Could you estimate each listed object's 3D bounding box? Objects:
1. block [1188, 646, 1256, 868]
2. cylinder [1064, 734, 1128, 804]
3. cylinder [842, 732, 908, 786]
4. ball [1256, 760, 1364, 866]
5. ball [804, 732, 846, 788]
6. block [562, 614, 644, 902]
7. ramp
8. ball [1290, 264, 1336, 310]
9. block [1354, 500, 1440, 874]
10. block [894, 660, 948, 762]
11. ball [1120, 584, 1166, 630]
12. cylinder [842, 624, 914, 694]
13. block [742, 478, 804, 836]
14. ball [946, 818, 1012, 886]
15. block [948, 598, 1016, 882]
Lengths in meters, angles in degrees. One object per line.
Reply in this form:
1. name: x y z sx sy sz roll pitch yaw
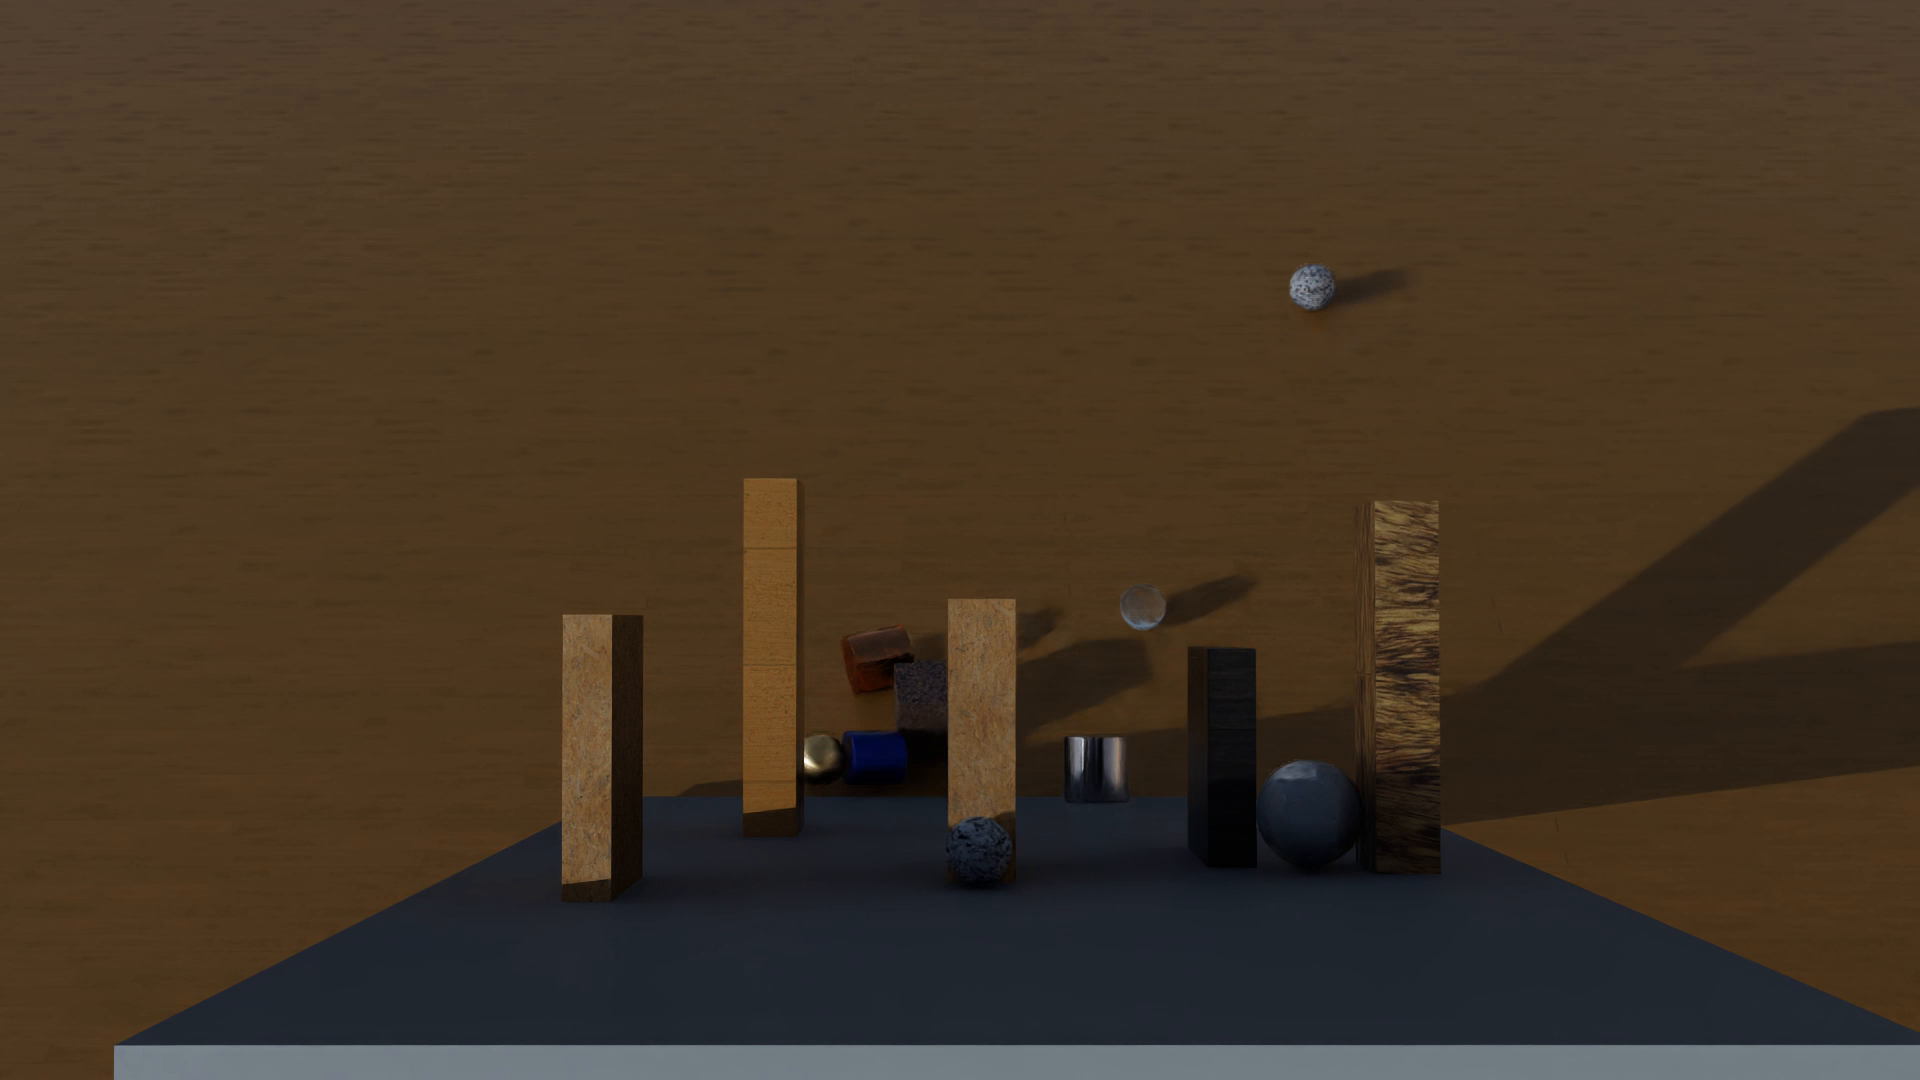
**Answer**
1. block: 0.511 0.416 5.090 0.091 0.410 0.427 0 -2 0
2. cylinder: 0.350 0.587 6.659 0.166 0.166 0.166 0 -2 0
3. cylinder: -0.232 0.584 6.949 0.144 0.144 0.144 1 33 -18
4. ball: 0.658 0.514 4.892 0.201 0.201 0.201 0 35 0
5. ball: -0.374 0.585 6.898 0.144 0.144 0.144 0 35 0
6. block: -0.615 0.366 4.494 0.081 0.473 0.424 0 -2 0
7. ramp: 0.077 0.663 4.831 2.000 0.100 4.000 0 -2 0
8. ball: 1.229 -0.880 9.060 0.160 0.160 0.160 0 35 0
9. block: 0.819 0.273 4.876 0.117 0.682 0.247 0 -2 0
10. block: -0.076 0.466 7.096 0.194 0.194 0.194 -4 33 -5
11. ball: 0.532 0.196 7.541 0.134 0.134 0.134 0 35 0
12. cylinder: -0.229 0.336 7.305 0.165 0.165 0.165 -11 36 -13
13. block: -0.408 0.256 5.719 0.114 0.768 0.294 0 -2 0
14. ball: 0.033 0.542 4.528 0.118 0.118 0.118 0 35 0
15. block: 0.039 0.361 4.793 0.119 0.501 0.401 0 -2 0
